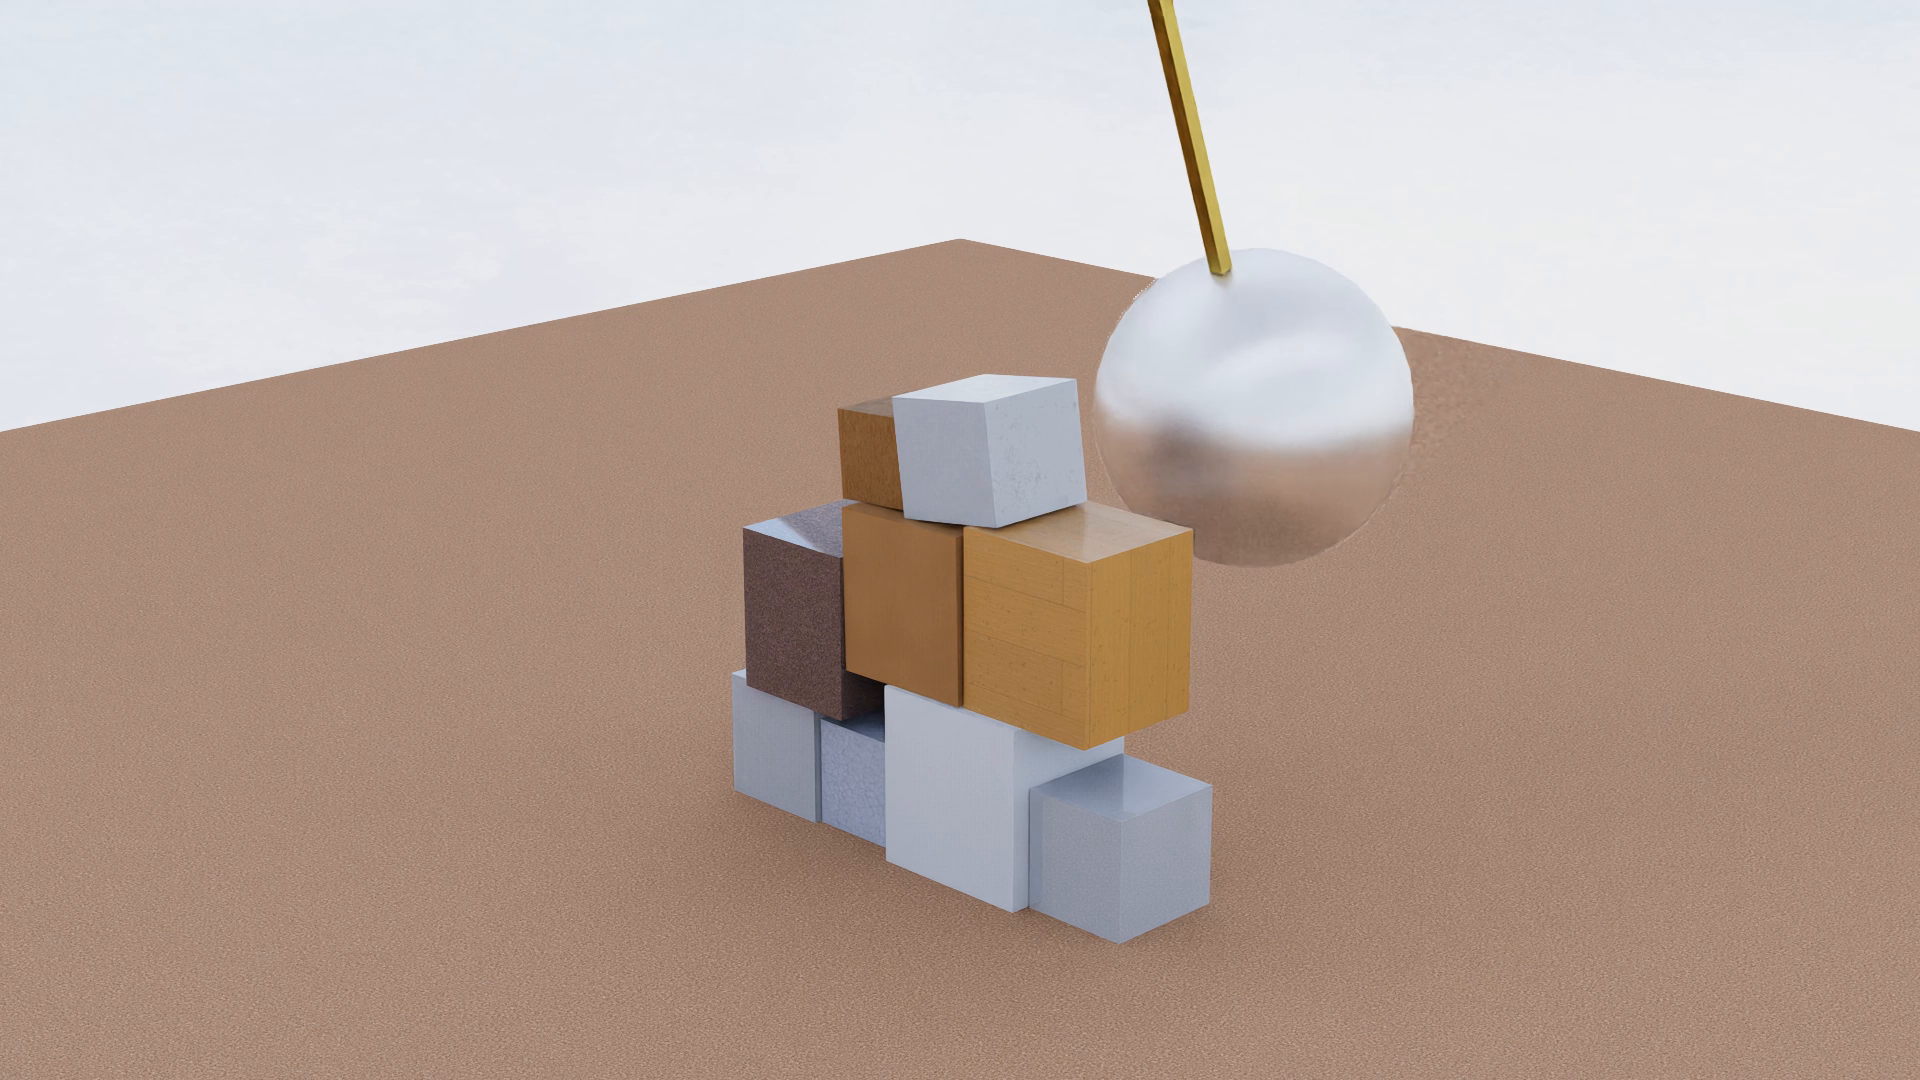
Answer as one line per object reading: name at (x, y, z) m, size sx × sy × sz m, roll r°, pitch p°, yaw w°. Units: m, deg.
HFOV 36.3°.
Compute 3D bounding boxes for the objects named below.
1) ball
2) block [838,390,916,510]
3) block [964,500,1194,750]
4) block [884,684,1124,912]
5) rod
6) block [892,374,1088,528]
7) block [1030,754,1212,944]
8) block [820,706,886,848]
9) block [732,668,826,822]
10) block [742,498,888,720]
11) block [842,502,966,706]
ball at (1.467, -0.656, 14.673) m, size 1.600 × 1.600 × 1.600 m, roll 0°, pitch 17°, yaw 0°
block at (-0.224, -0.417, 13.463) m, size 0.488 × 0.423 × 0.435 m, roll -17°, pitch 20°, yaw -42°
block at (0.517, 0.352, 12.937) m, size 0.684 × 0.845 × 0.732 m, roll -17°, pitch 24°, yaw -42°
block at (0.202, 1.086, 13.449) m, size 0.727 × 0.863 × 0.817 m, roll -17°, pitch 24°, yaw -42°
rod at (0.636, -3.451, 12.923) m, size 0.080 × 5.200 × 0.080 m, roll 17°, pitch 44°, yaw 42°
block at (0.134, -0.406, 13.082) m, size 0.583 × 0.554 × 0.582 m, roll -17°, pitch 16°, yaw -42°
block at (0.714, 1.364, 13.051) m, size 0.604 × 0.571 × 0.542 m, roll -17°, pitch 24°, yaw -42°
block at (-0.279, 1.099, 13.970) m, size 0.539 × 0.526 × 0.540 m, roll -17°, pitch 24°, yaw -42°
block at (-0.682, 0.936, 14.351) m, size 0.621 × 0.610 × 0.593 m, roll -17°, pitch 24°, yaw -42°
block at (-0.530, 0.313, 13.986) m, size 0.731 × 0.796 × 0.674 m, roll -17°, pitch 24°, yaw -42°
block at (-0.032, 0.225, 13.434) m, size 0.683 × 0.786 × 0.733 m, roll -17°, pitch 23°, yaw -42°
